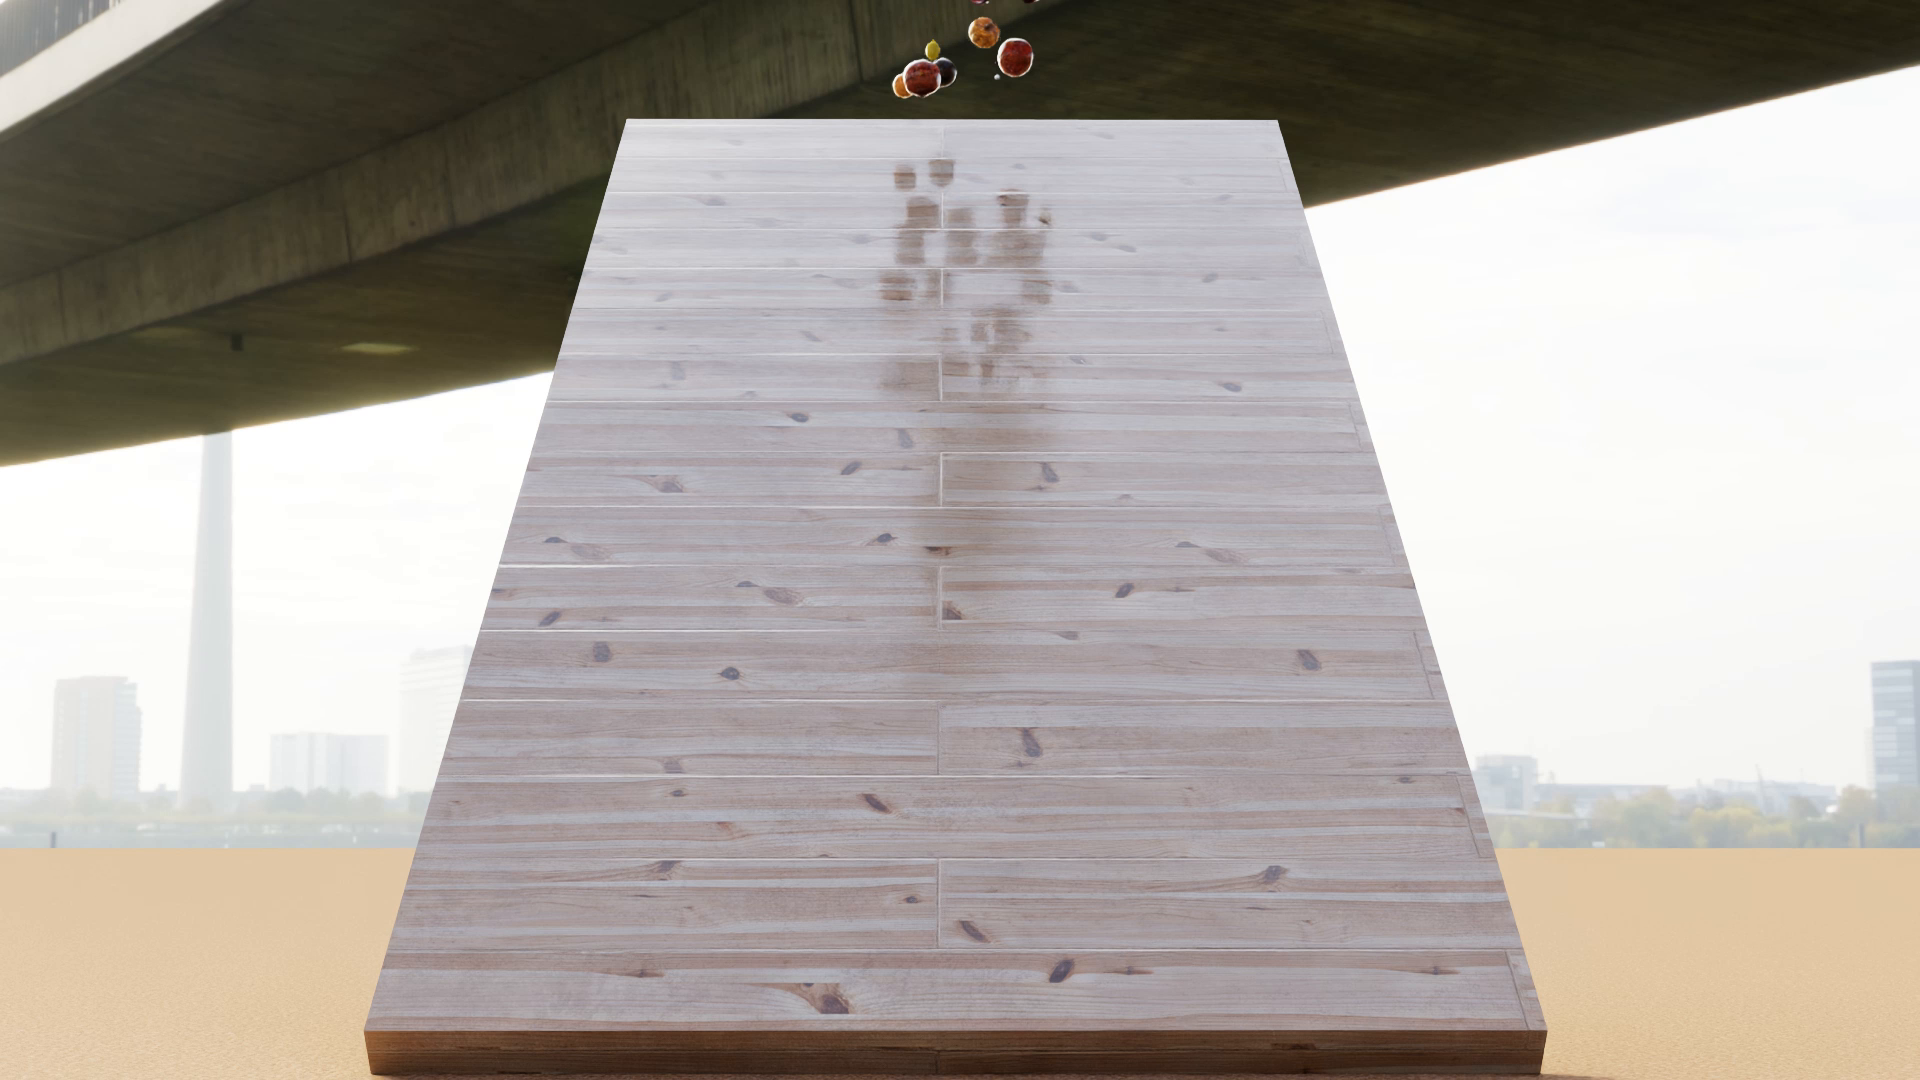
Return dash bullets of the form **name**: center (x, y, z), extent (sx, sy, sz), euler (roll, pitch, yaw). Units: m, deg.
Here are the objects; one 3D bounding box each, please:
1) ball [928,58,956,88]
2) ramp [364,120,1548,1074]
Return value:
- **ball**: center (-0.054, -1.426, 7.461), extent (0.087, 0.087, 0.087), euler (0, -7, 0)
- **ramp**: center (-0.015, -0.190, 5.852), extent (2.000, 0.100, 4.000), euler (0, 32, 0)
